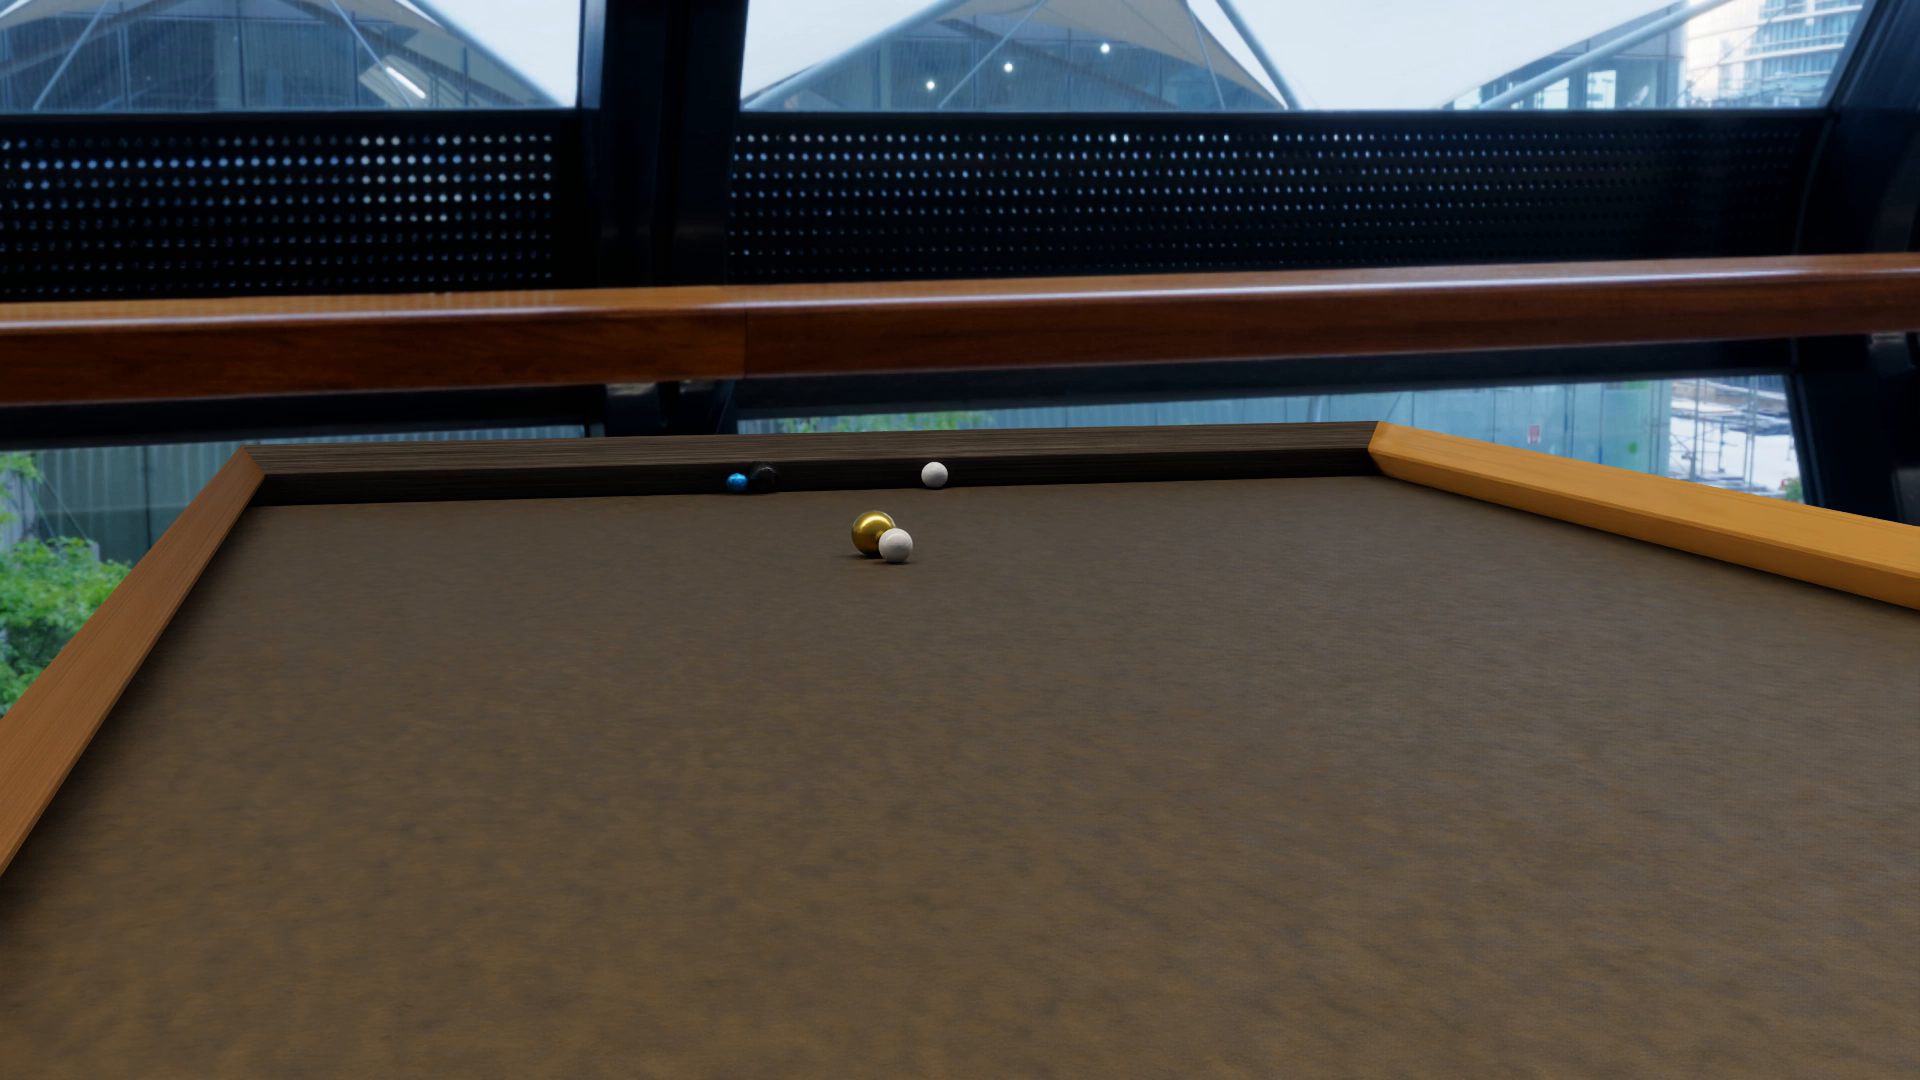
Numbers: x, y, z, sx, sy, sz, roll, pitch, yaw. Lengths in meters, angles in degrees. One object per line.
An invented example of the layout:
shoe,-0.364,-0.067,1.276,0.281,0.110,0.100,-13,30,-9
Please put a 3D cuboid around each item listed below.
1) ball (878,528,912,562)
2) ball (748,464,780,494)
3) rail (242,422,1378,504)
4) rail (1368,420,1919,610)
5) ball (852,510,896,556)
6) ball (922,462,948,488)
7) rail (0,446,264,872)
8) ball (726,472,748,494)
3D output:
ball,-0.103,0.009,3.524,0.055,0.055,0.055,0,8,0
ball,-0.398,-0.125,4.459,0.062,0.062,0.062,0,8,0
rail,-0.234,-0.163,4.539,2.387,0.114,0.045,-2,8,-13
rail,1.377,0.071,2.857,0.045,0.114,4.102,-2,8,-13
ball,-0.140,-0.011,3.594,0.076,0.076,0.076,0,8,0
ball,-0.053,-0.134,4.550,0.055,0.055,0.055,0,8,0
rail,-0.898,0.147,2.317,0.045,0.114,4.102,-2,8,-13
ball,-0.451,-0.114,4.451,0.043,0.043,0.043,0,8,0
